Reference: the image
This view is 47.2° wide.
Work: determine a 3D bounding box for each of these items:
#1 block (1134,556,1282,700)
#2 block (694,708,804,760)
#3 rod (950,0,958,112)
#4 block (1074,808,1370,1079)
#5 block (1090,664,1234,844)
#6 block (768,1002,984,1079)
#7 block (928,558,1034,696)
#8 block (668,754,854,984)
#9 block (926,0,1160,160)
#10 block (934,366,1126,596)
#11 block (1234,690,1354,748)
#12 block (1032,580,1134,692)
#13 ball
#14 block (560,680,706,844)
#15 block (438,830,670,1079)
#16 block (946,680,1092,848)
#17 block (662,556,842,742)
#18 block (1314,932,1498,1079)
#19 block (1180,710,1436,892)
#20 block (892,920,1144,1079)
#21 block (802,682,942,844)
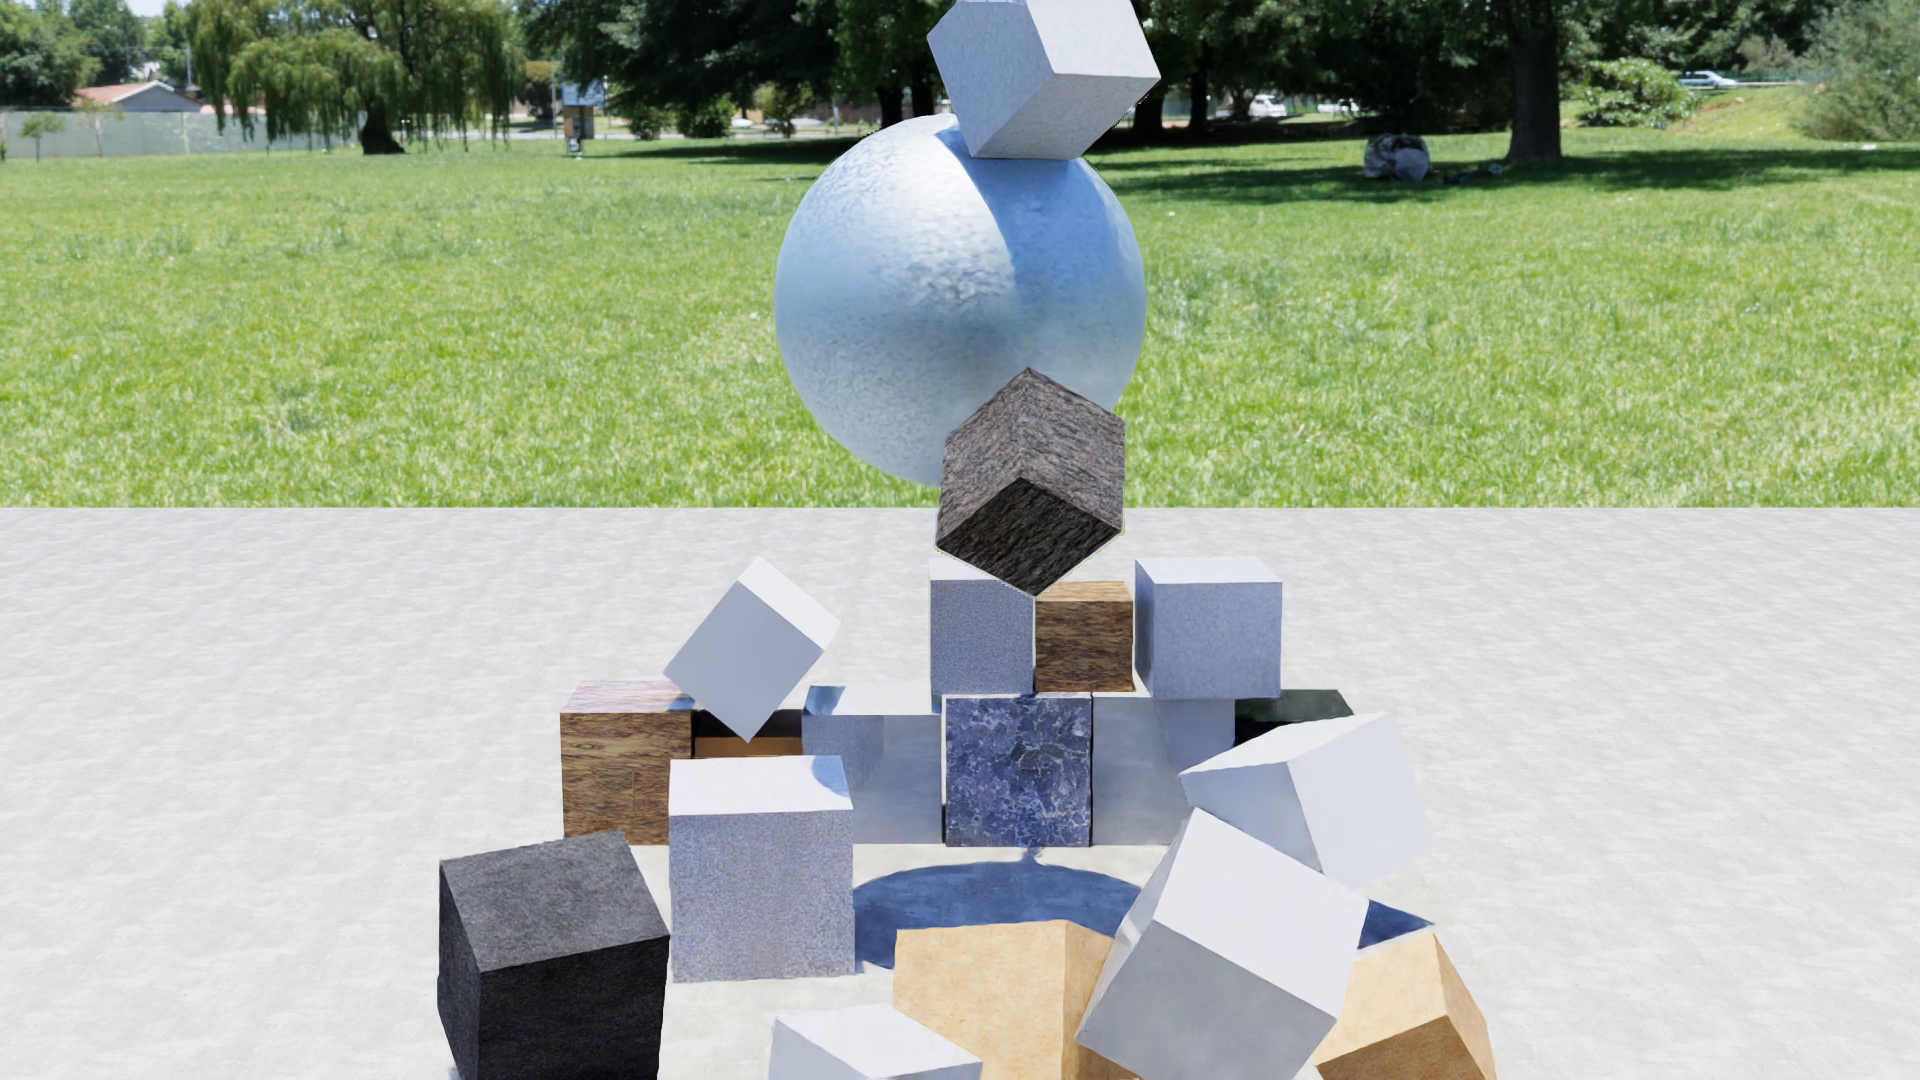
[{"bbox_3d":[1.252,0.440,11.196,0.634,0.590,0.671,-1,10,-4],"label":"block"},{"bbox_3d":[-1.067,1.209,11.405,0.544,0.540,0.558,0,10,0],"label":"block"},{"bbox_3d":[0.000,-4.406,9.696,0.080,5.200,0.080,0,-5,0],"label":"rod"},{"bbox_3d":[0.837,1.373,7.023,0.630,0.624,0.560,28,37,3],"label":"block"},{"bbox_3d":[1.018,1.099,11.370,0.705,0.769,0.688,0,10,0],"label":"block"},{"bbox_3d":[-0.272,1.698,6.594,0.412,0.423,0.496,2,10,-39],"label":"block"},{"bbox_3d":[0.098,0.432,11.229,0.509,0.588,0.578,0,10,-2],"label":"block"},{"bbox_3d":[-0.880,1.426,9.661,0.770,0.738,0.840,-1,10,-7],"label":"block"},{"bbox_3d":[0.325,-1.917,8.725,0.551,0.568,0.586,-7,-20,-38],"label":"block"},{"bbox_3d":[0.267,-0.214,8.214,0.468,0.536,0.520,27,-44,-25],"label":"block"},{"bbox_3d":[1.689,1.163,11.394,0.623,0.636,0.653,0,10,0],"label":"block"},{"bbox_3d":[0.617,0.489,11.259,0.487,0.466,0.509,0,10,-1],"label":"block"},{"bbox_3d":[0.000,-1.017,9.418,1.600,1.600,1.600,0,10,0],"label":"ball"},{"bbox_3d":[-1.673,1.141,11.372,0.654,0.687,0.667,0,10,0],"label":"block"},{"bbox_3d":[-1.512,1.600,8.105,0.680,0.752,0.599,-7,35,-25],"label":"block"},{"bbox_3d":[0.290,1.099,11.365,0.724,0.772,0.753,0,10,0],"label":"block"},{"bbox_3d":[-1.053,0.546,11.218,0.557,0.620,0.646,39,11,-3],"label":"block"},{"bbox_3d":[1.562,1.773,7.765,0.493,0.443,0.470,-26,21,17],"label":"block"},{"bbox_3d":[1.575,1.228,9.999,0.687,0.649,0.738,-19,2,-35],"label":"block"},{"bbox_3d":[0.203,1.686,7.413,0.648,0.663,0.610,-9,-24,29],"label":"block"},{"bbox_3d":[-0.442,1.146,11.381,0.700,0.673,0.662,0,10,0],"label":"block"}]
